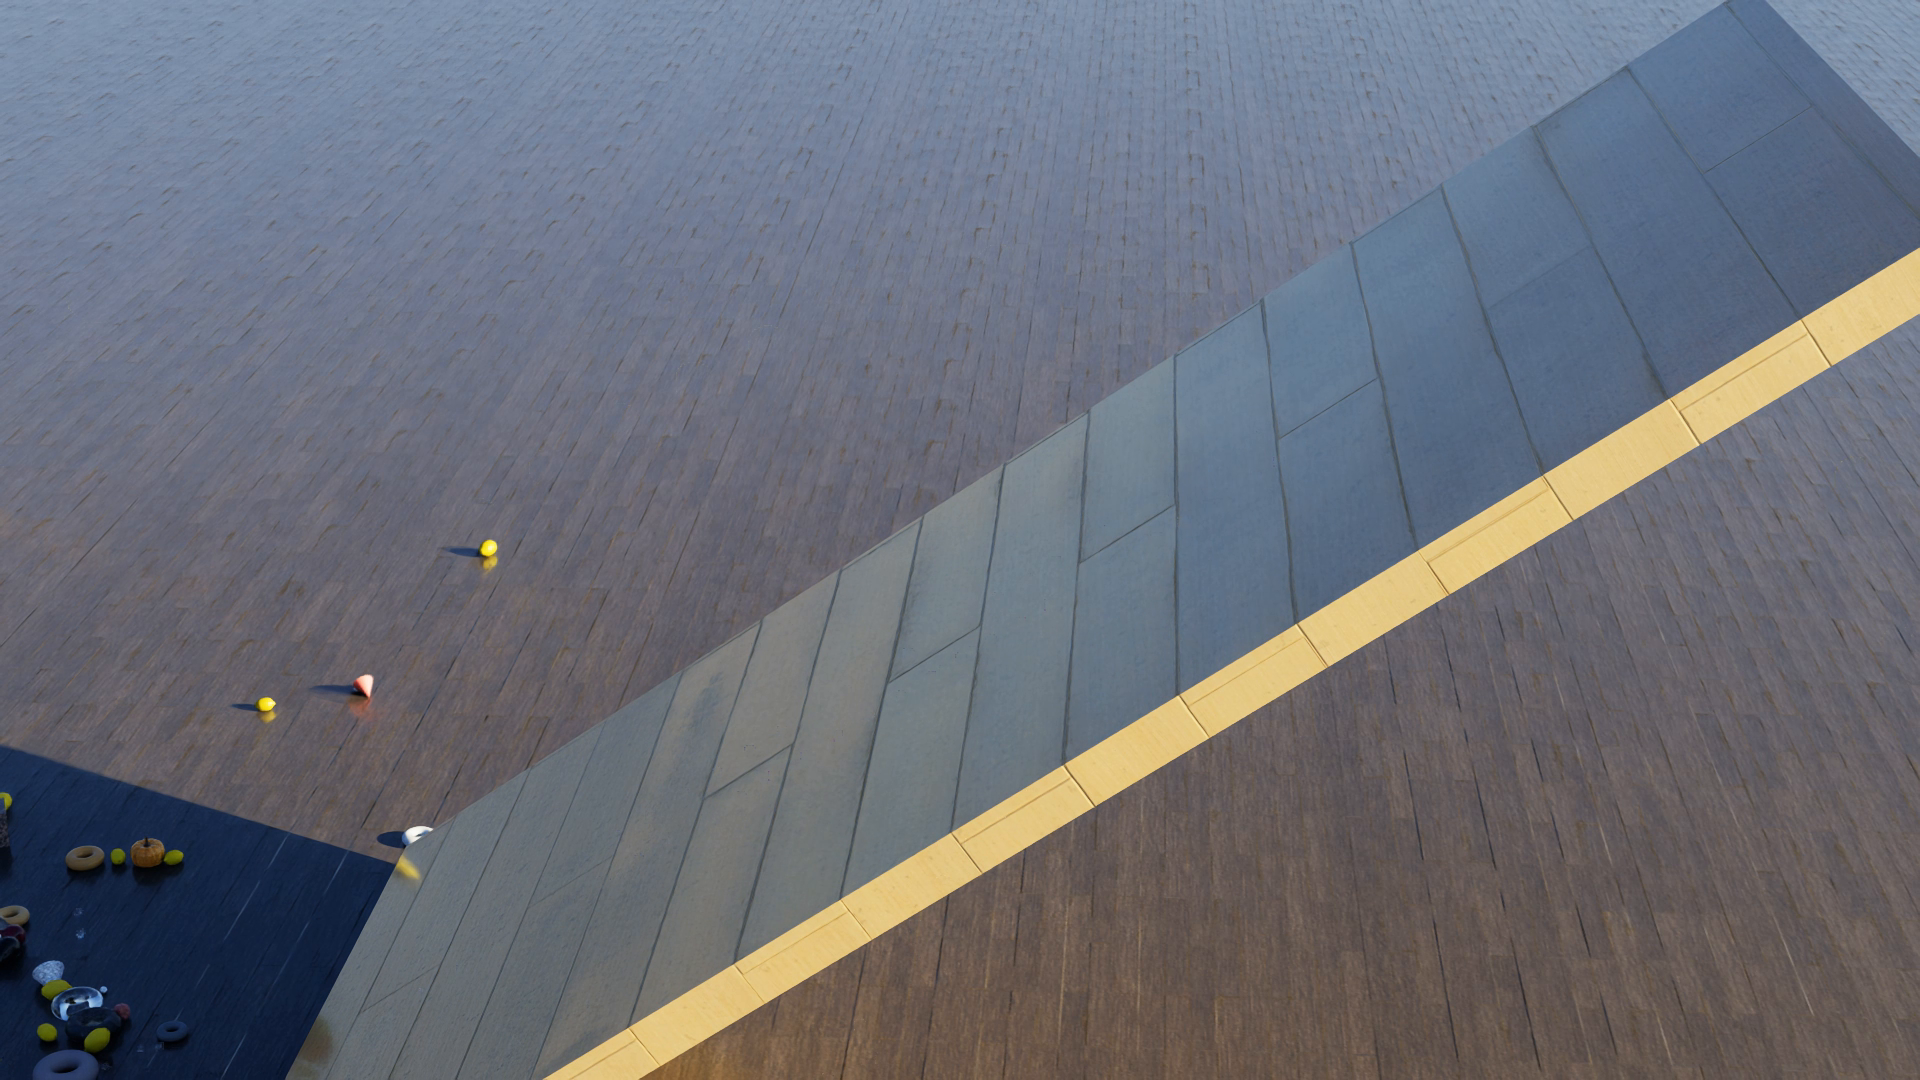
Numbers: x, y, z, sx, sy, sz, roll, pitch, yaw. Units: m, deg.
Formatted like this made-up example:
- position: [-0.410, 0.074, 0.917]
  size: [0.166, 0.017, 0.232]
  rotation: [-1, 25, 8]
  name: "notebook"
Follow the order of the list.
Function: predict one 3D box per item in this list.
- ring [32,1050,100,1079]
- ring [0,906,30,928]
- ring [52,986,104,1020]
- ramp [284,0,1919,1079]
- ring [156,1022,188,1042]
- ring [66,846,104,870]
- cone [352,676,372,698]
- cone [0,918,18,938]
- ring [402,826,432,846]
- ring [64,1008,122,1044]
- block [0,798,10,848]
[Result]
- position: [-2.071, 1.233, 6.812]
  size: [0.150, 0.050, 0.150]
  rotation: [0, 23, 0]
  name: "ring"
- position: [-2.427, 0.966, 7.519]
  size: [0.094, 0.031, 0.094]
  rotation: [-1, 22, 0]
  name: "ring"
- position: [-2.134, 1.121, 7.110]
  size: [0.123, 0.041, 0.123]
  rotation: [-1, 22, 0]
  name: "ring"
- position: [0.135, 0.174, 6.307]
  size: [4.000, 0.100, 2.000]
  rotation: [-32, 16, 15]
  name: "ramp"
- position: [-1.876, 1.171, 7.004]
  size: [0.075, 0.025, 0.075]
  rotation: [1, 22, 0]
  name: "ring"
- position: [-2.327, 0.846, 7.820]
  size: [0.103, 0.034, 0.103]
  rotation: [0, 23, 0]
  name: "ring"
- position: [-1.784, 0.451, 8.838]
  size: [0.062, 0.062, 0.062]
  rotation: [-12, 51, -28]
  name: "cone"
- position: [-2.429, 0.985, 7.453]
  size: [0.096, 0.096, 0.096]
  rotation: [17, 4, -45]
  name: "cone"
- position: [-1.459, 0.802, 7.936]
  size: [0.094, 0.031, 0.094]
  rotation: [1, 21, 0]
  name: "ring"
- position: [-2.067, 1.158, 7.013]
  size: [0.131, 0.044, 0.131]
  rotation: [1, 21, 0]
  name: "ring"
- position: [-2.621, 0.768, 7.931]
  size: [0.099, 0.099, 0.099]
  rotation: [-7, 23, -18]
  name: "block"
